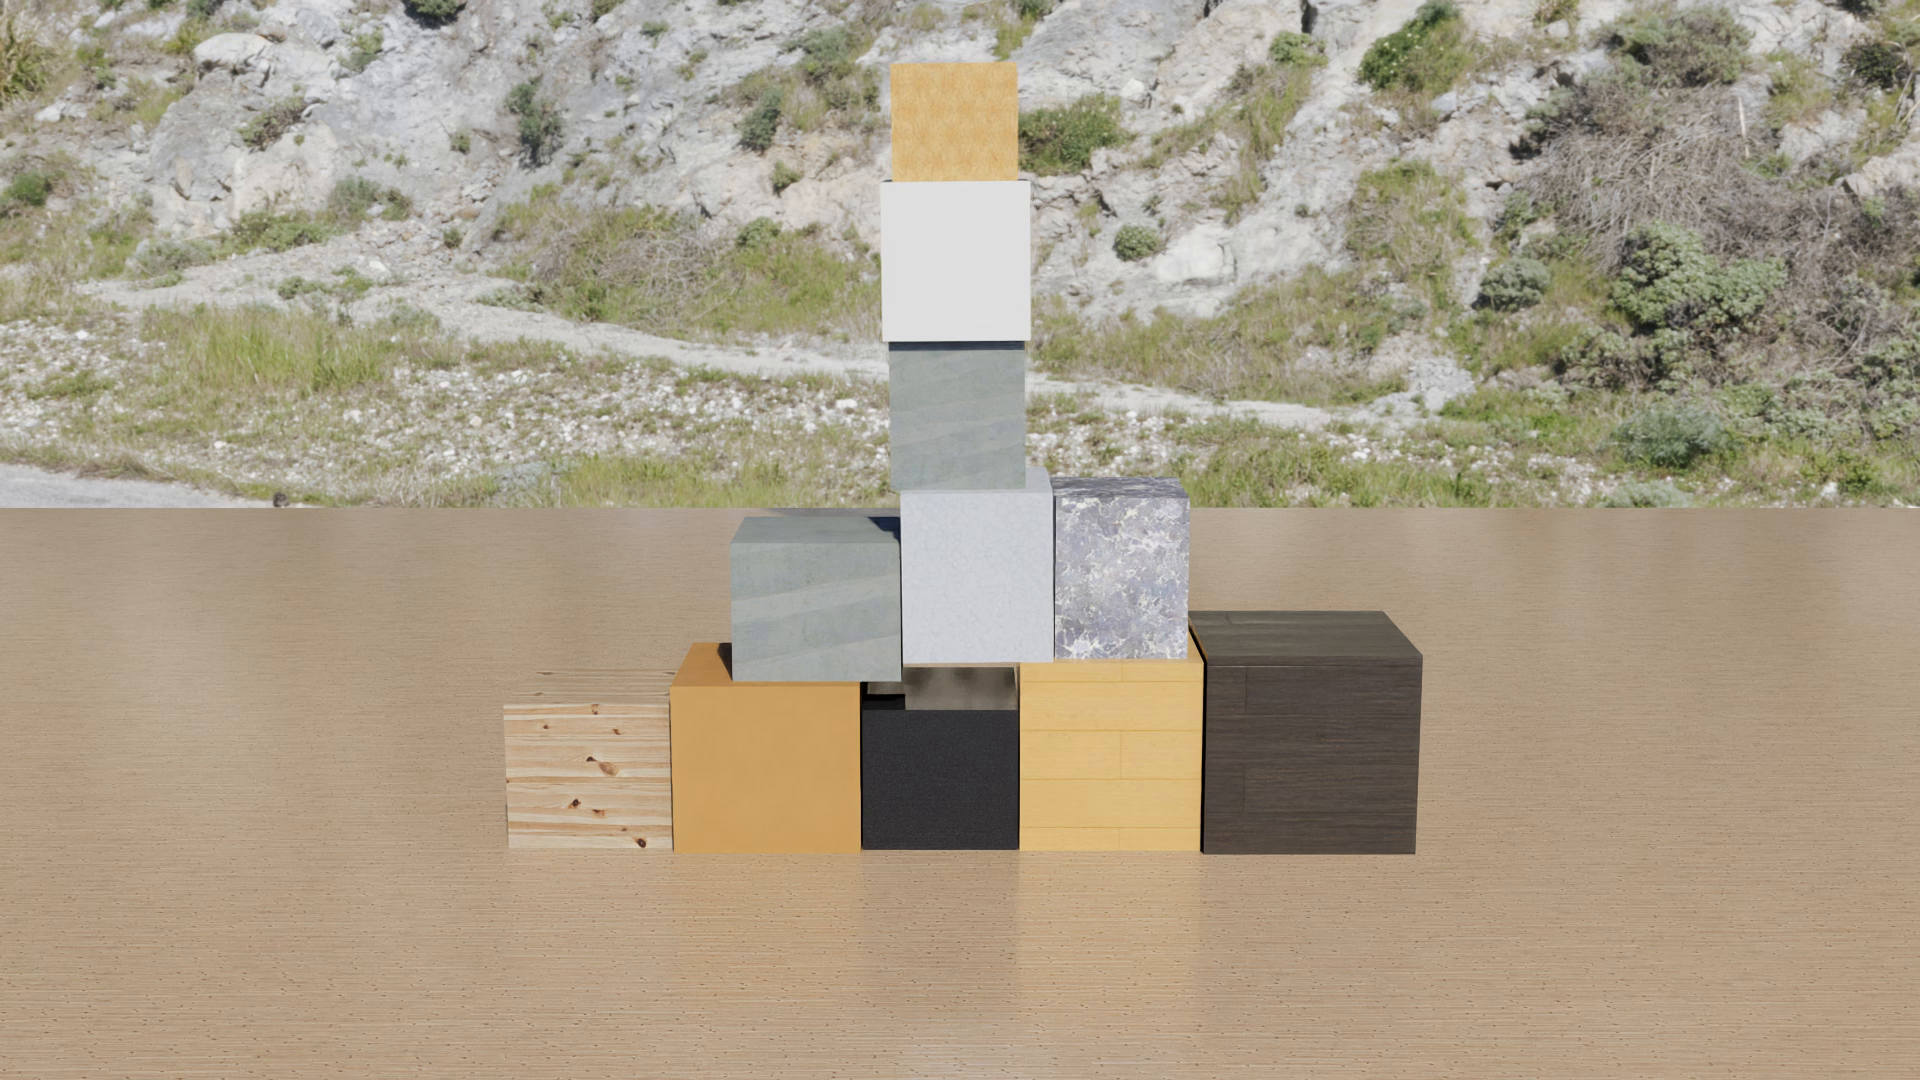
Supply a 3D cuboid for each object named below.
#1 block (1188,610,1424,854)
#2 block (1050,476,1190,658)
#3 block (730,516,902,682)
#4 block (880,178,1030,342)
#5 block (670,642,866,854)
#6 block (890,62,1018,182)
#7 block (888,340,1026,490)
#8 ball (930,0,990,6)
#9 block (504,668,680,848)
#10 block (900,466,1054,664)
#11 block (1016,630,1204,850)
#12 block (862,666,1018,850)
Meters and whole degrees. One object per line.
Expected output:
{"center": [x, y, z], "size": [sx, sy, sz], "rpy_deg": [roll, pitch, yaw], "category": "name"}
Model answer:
{"center": [1.740, 0.973, 11.374], "size": [1.054, 1.017, 1.051], "rpy_deg": [0, 10, 0], "category": "block"}
{"center": [0.801, 0.130, 11.209], "size": [0.658, 0.807, 0.701], "rpy_deg": [0, 10, 0], "category": "block"}
{"center": [-0.711, 0.289, 11.240], "size": [0.838, 0.698, 0.780], "rpy_deg": [0, 10, 0], "category": "block"}
{"center": [-0.020, -1.403, 10.940], "size": [0.718, 0.762, 0.720], "rpy_deg": [-1, 10, 0], "category": "block"}
{"center": [-0.961, 1.056, 11.367], "size": [0.932, 0.856, 0.969], "rpy_deg": [0, 10, 0], "category": "block"}
{"center": [-0.026, -2.051, 10.812], "size": [0.605, 0.559, 0.556], "rpy_deg": [-1, 10, 0], "category": "block"}
{"center": [-0.012, -0.666, 11.077], "size": [0.664, 0.739, 0.625], "rpy_deg": [-1, 10, 0], "category": "block"}
{"center": [0.000, -4.611, 15.581], "size": [1.600, 1.600, 1.600], "rpy_deg": [0, 10, 0], "category": "ball"}
{"center": [-1.852, 1.113, 11.369], "size": [0.831, 0.742, 0.779], "rpy_deg": [0, 10, 0], "category": "block"}
{"center": [0.086, 0.112, 11.218], "size": [0.743, 0.844, 0.880], "rpy_deg": [-1, 10, 0], "category": "block"}
{"center": [0.751, 1.000, 11.374], "size": [0.905, 0.964, 0.914], "rpy_deg": [0, 10, 0], "category": "block"}
{"center": [-0.098, 1.117, 11.397], "size": [0.773, 0.724, 0.901], "rpy_deg": [0, 10, 0], "category": "block"}
